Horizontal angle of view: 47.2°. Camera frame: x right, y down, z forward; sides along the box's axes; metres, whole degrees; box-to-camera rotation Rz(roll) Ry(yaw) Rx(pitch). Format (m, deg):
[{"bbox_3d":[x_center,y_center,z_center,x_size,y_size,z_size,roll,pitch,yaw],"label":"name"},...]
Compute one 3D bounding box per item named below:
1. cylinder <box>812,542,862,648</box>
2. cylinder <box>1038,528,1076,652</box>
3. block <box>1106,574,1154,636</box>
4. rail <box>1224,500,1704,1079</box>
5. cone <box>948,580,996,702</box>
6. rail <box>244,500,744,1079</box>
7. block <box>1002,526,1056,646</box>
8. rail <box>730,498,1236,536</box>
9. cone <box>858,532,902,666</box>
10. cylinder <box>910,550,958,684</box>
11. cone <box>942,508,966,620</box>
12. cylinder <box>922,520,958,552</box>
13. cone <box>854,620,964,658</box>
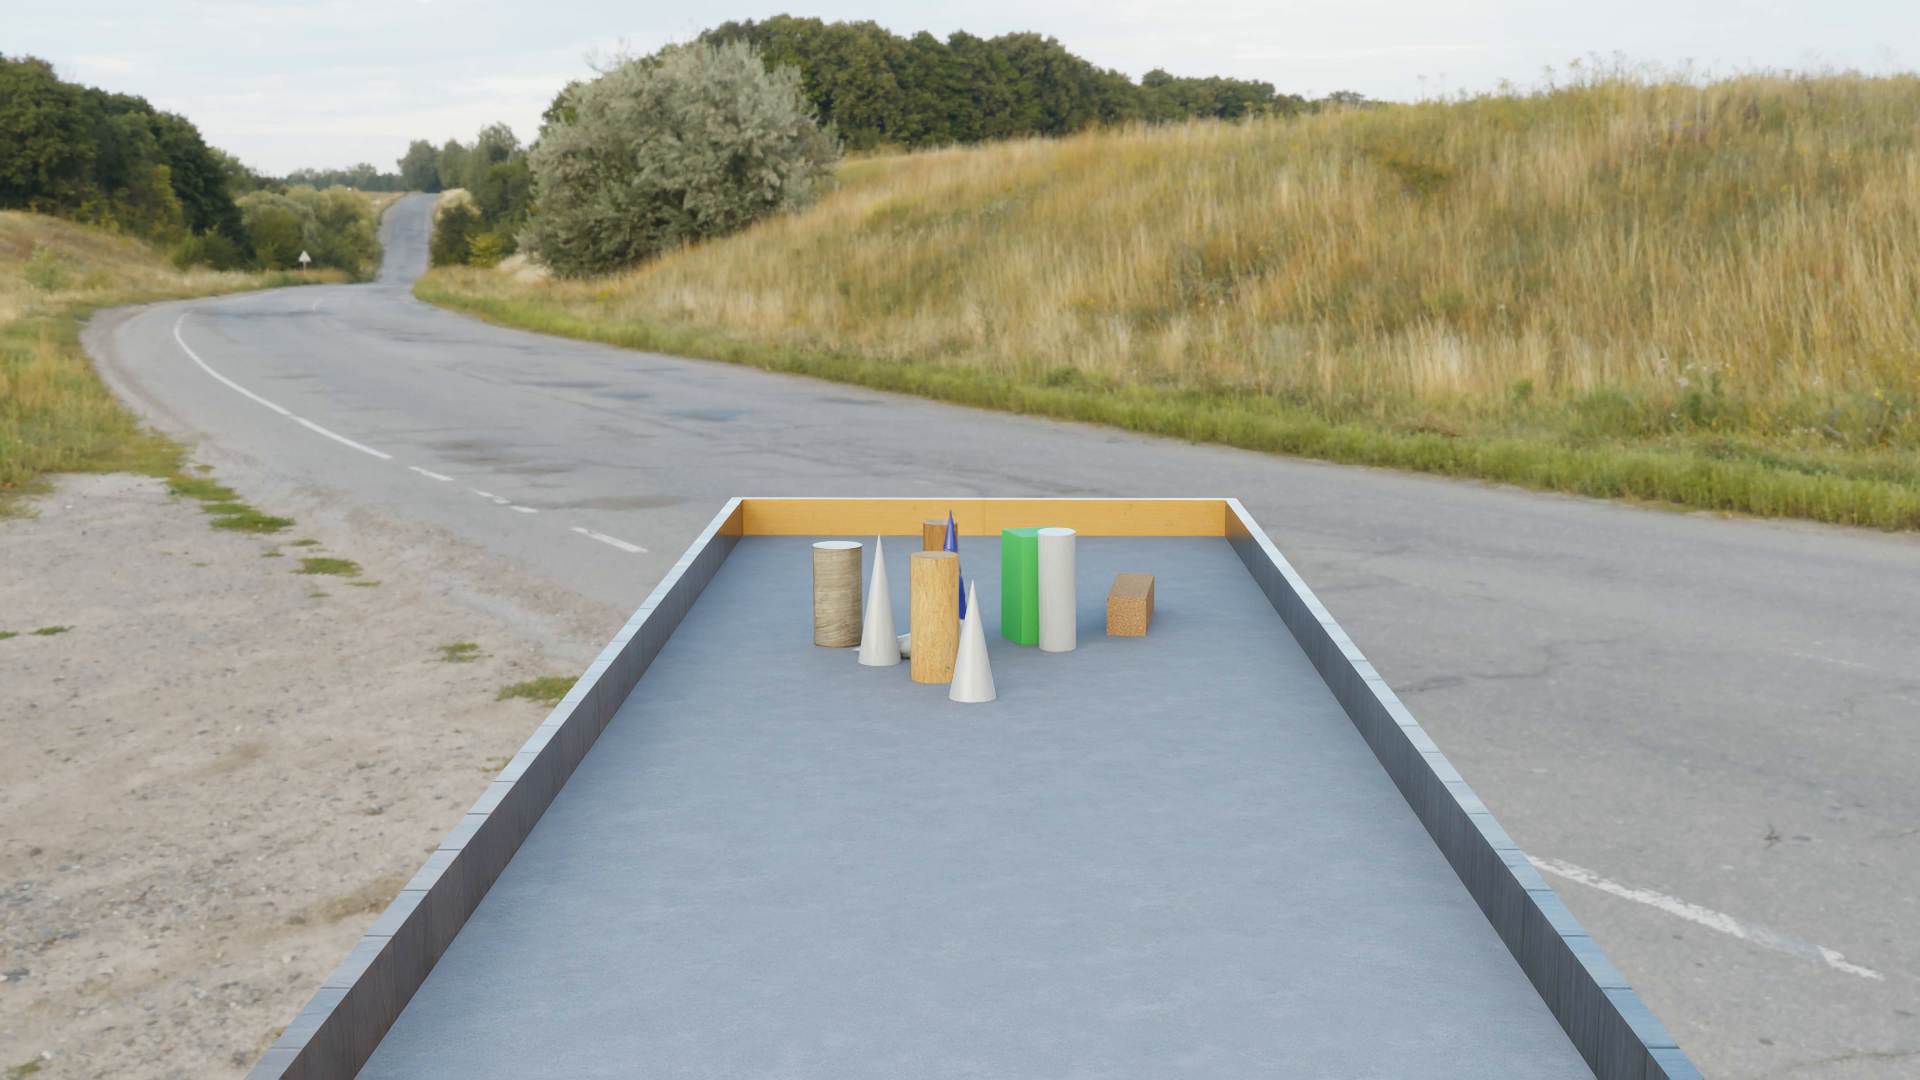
[{"bbox_3d":[-0.385,0.171,6.927,0.155,0.314,0.155,0,9,0],"label":"cylinder"},{"bbox_3d":[0.302,0.154,6.835,0.117,0.369,0.117,-1,13,0],"label":"cylinder"},{"bbox_3d":[0.567,0.211,7.283,0.124,0.124,0.455,1,9,8],"label":"block"},{"bbox_3d":[1.046,0.843,3.208,0.050,0.150,12.000,0,9,1],"label":"rail"},{"bbox_3d":[0.036,0.276,6.184,0.134,0.340,0.134,0,9,0],"label":"cone"},{"bbox_3d":[-1.004,0.839,3.234,0.050,0.150,12.000,0,9,1],"label":"rail"},{"bbox_3d":[0.247,0.144,7.001,0.177,0.345,0.177,-3,10,-20],"label":"block"},{"bbox_3d":[0.099,-0.098,9.147,2.100,0.150,0.050,0,9,1],"label":"rail"},{"bbox_3d":[-0.244,0.172,6.654,0.133,0.398,0.133,0,9,0],"label":"cone"},{"bbox_3d":[-0.074,0.224,6.425,0.142,0.366,0.142,0,9,0],"label":"cylinder"},{"bbox_3d":[-0.030,0.123,6.774,0.154,0.454,0.154,0,10,0],"label":"cone"},{"bbox_3d":[-0.062,0.133,6.950,0.109,0.383,0.109,0,9,0],"label":"cylinder"},{"bbox_3d":[-0.169,0.325,6.740,0.407,0.138,0.138,-6,5,32],"label":"cone"}]
